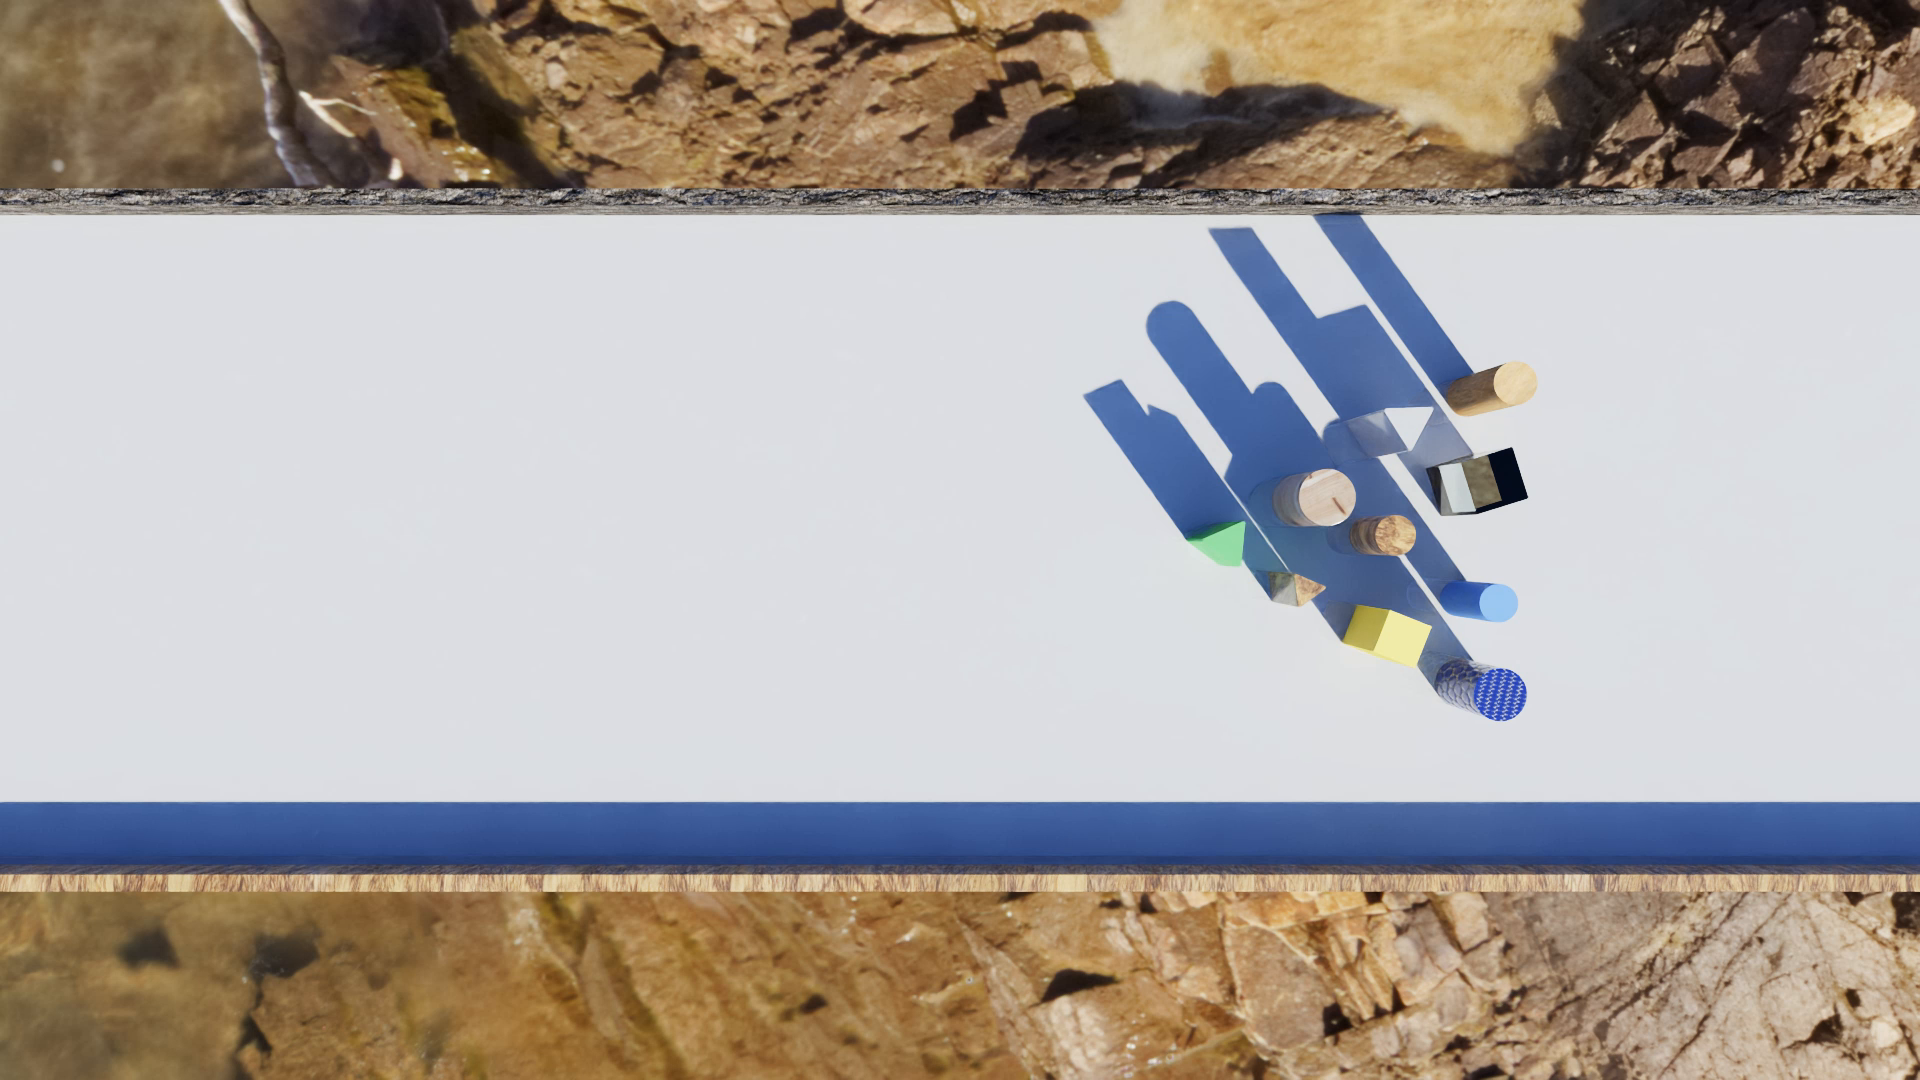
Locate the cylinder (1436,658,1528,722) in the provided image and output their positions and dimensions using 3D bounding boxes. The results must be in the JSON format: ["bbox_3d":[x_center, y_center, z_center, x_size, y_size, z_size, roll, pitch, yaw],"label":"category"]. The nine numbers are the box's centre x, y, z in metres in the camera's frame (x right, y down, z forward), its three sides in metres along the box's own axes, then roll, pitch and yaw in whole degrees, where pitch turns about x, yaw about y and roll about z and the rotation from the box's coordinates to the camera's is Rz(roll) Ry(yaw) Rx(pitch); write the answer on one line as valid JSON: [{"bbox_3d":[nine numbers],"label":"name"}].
[{"bbox_3d":[1.538,0.440,4.885,0.152,0.384,0.152,0,90,0],"label":"cylinder"}]

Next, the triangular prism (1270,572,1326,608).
[{"bbox_3d":[0.976,0.130,4.879,0.094,0.395,0.082,-37,90,0],"label":"triangular prism"}]

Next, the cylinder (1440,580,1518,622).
[{"bbox_3d":[1.533,0.180,4.884,0.111,0.385,0.111,0,90,0],"label":"cylinder"}]

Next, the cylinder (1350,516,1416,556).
[{"bbox_3d":[1.256,-0.013,4.917,0.118,0.320,0.118,0,90,0],"label":"cylinder"}]

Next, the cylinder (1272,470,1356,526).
[{"bbox_3d":[1.039,-0.121,4.871,0.161,0.412,0.161,0,90,0],"label":"cylinder"}]

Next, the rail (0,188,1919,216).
[{"bbox_3d":[-2.247,-1.025,5.002,12.000,0.150,0.050,0,90,0],"label":"rail"}]

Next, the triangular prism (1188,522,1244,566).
[{"bbox_3d":[0.784,-0.007,4.906,0.130,0.341,0.113,36,90,0],"label":"triangular prism"}]

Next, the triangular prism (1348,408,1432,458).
[{"bbox_3d":[1.276,-0.339,4.850,0.117,0.454,0.136,-32,90,0],"label":"triangular prism"}]

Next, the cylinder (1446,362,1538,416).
[{"bbox_3d":[1.560,-0.441,4.854,0.123,0.445,0.123,0,90,0],"label":"cylinder"}]

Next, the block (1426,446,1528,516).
[{"bbox_3d":[1.531,-0.170,4.899,0.155,0.355,0.155,-17,90,0],"label":"block"}]

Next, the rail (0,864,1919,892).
[{"bbox_3d":[-2.247,1.025,5.001,12.000,0.150,0.050,0,90,0],"label":"rail"}]

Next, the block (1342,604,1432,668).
[{"bbox_3d":[1.258,0.282,4.882,0.127,0.389,0.127,22,90,0],"label":"block"}]
